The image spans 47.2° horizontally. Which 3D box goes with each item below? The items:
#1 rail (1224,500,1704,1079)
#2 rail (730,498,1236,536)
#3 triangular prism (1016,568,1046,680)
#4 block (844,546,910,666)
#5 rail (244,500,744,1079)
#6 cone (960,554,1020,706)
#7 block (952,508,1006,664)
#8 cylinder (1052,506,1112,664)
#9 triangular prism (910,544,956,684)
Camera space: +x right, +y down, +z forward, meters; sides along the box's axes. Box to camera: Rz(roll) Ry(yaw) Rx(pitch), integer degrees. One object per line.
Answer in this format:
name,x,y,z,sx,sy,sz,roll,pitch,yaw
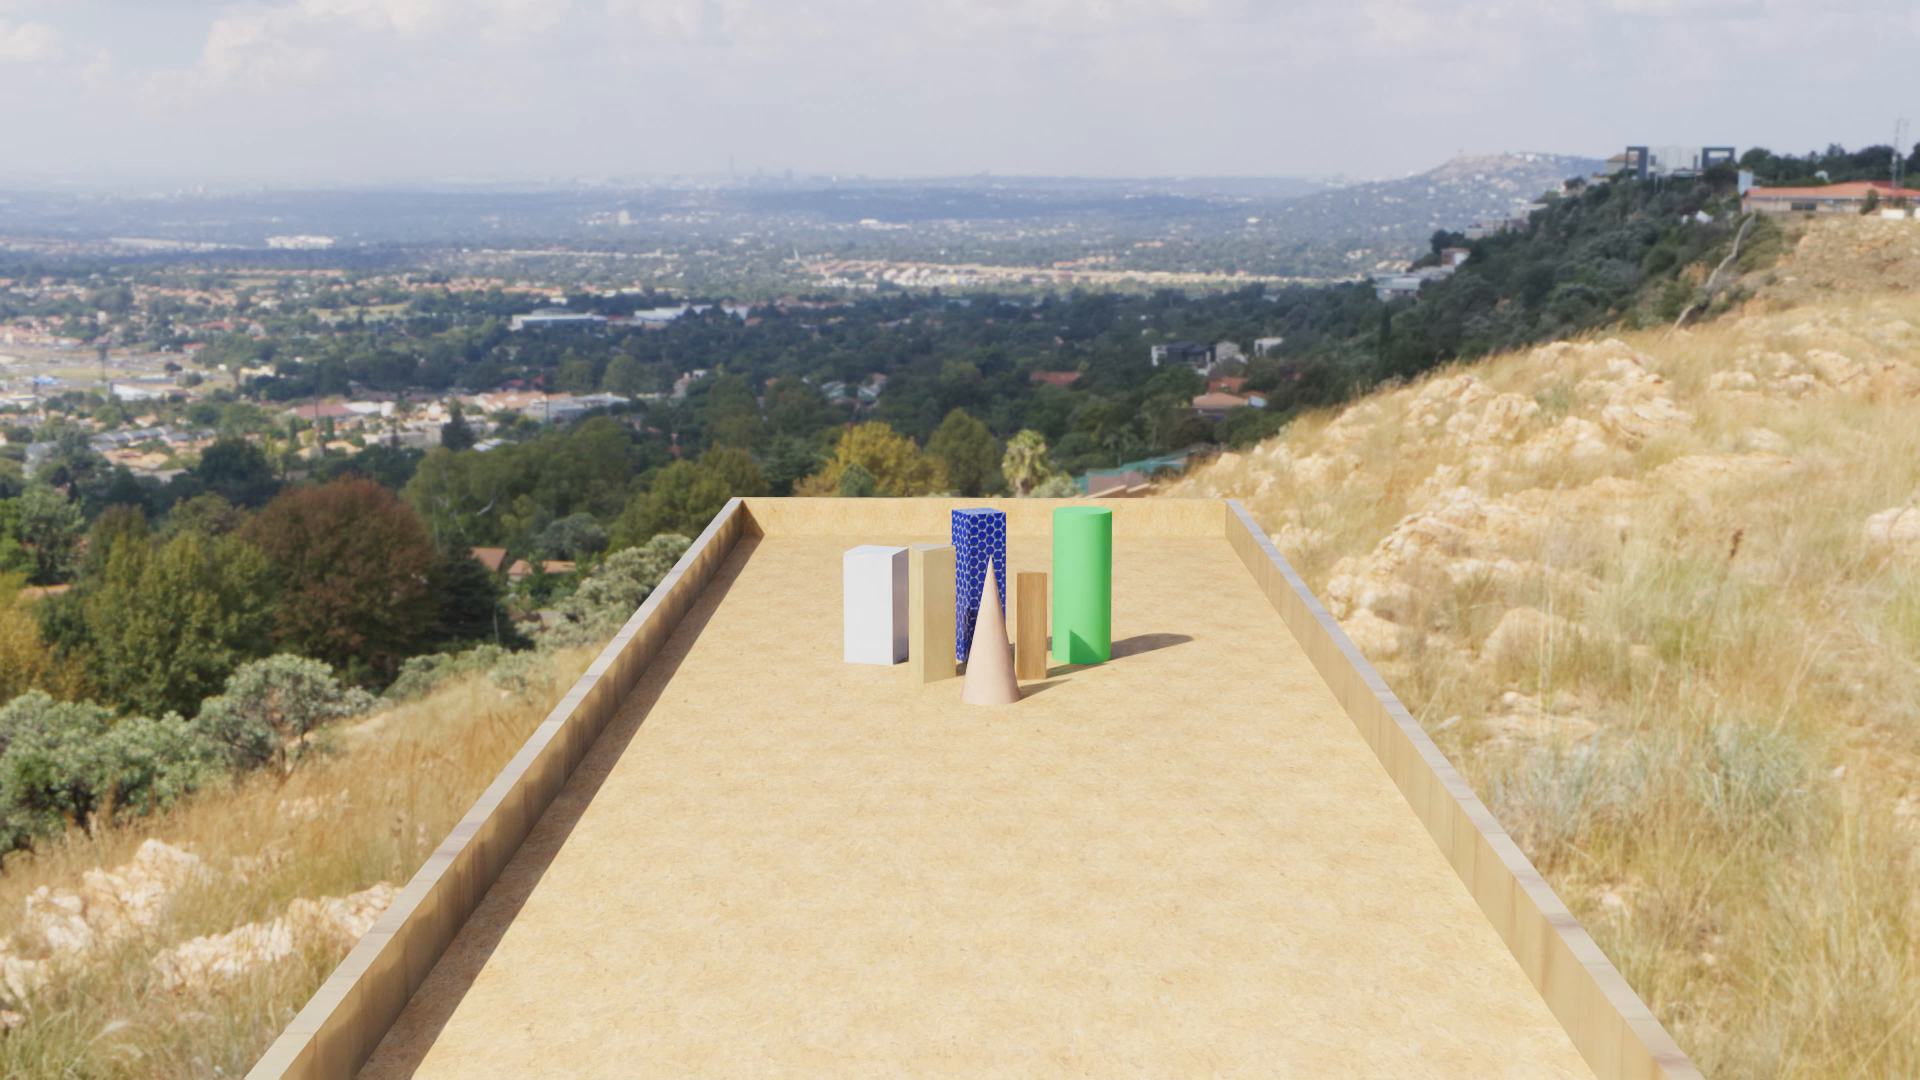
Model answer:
rail,1.046,0.843,3.208,0.050,0.150,12.000,0,9,1
rail,0.099,-0.098,9.147,2.100,0.150,0.050,0,9,1
triangular prism,0.202,0.246,6.448,0.091,0.316,0.079,-1,9,-7
block,-0.253,0.197,6.695,0.155,0.336,0.155,3,9,18
rail,-1.004,0.839,3.234,0.050,0.150,12.000,0,9,1
cone,0.086,0.241,6.163,0.170,0.414,0.170,0,9,0
block,0.056,0.137,6.685,0.125,0.456,0.125,-4,10,-24
cylinder,0.372,0.135,6.694,0.179,0.457,0.179,0,9,0
triangular prism,-0.105,0.210,6.434,0.122,0.391,0.140,9,13,44
